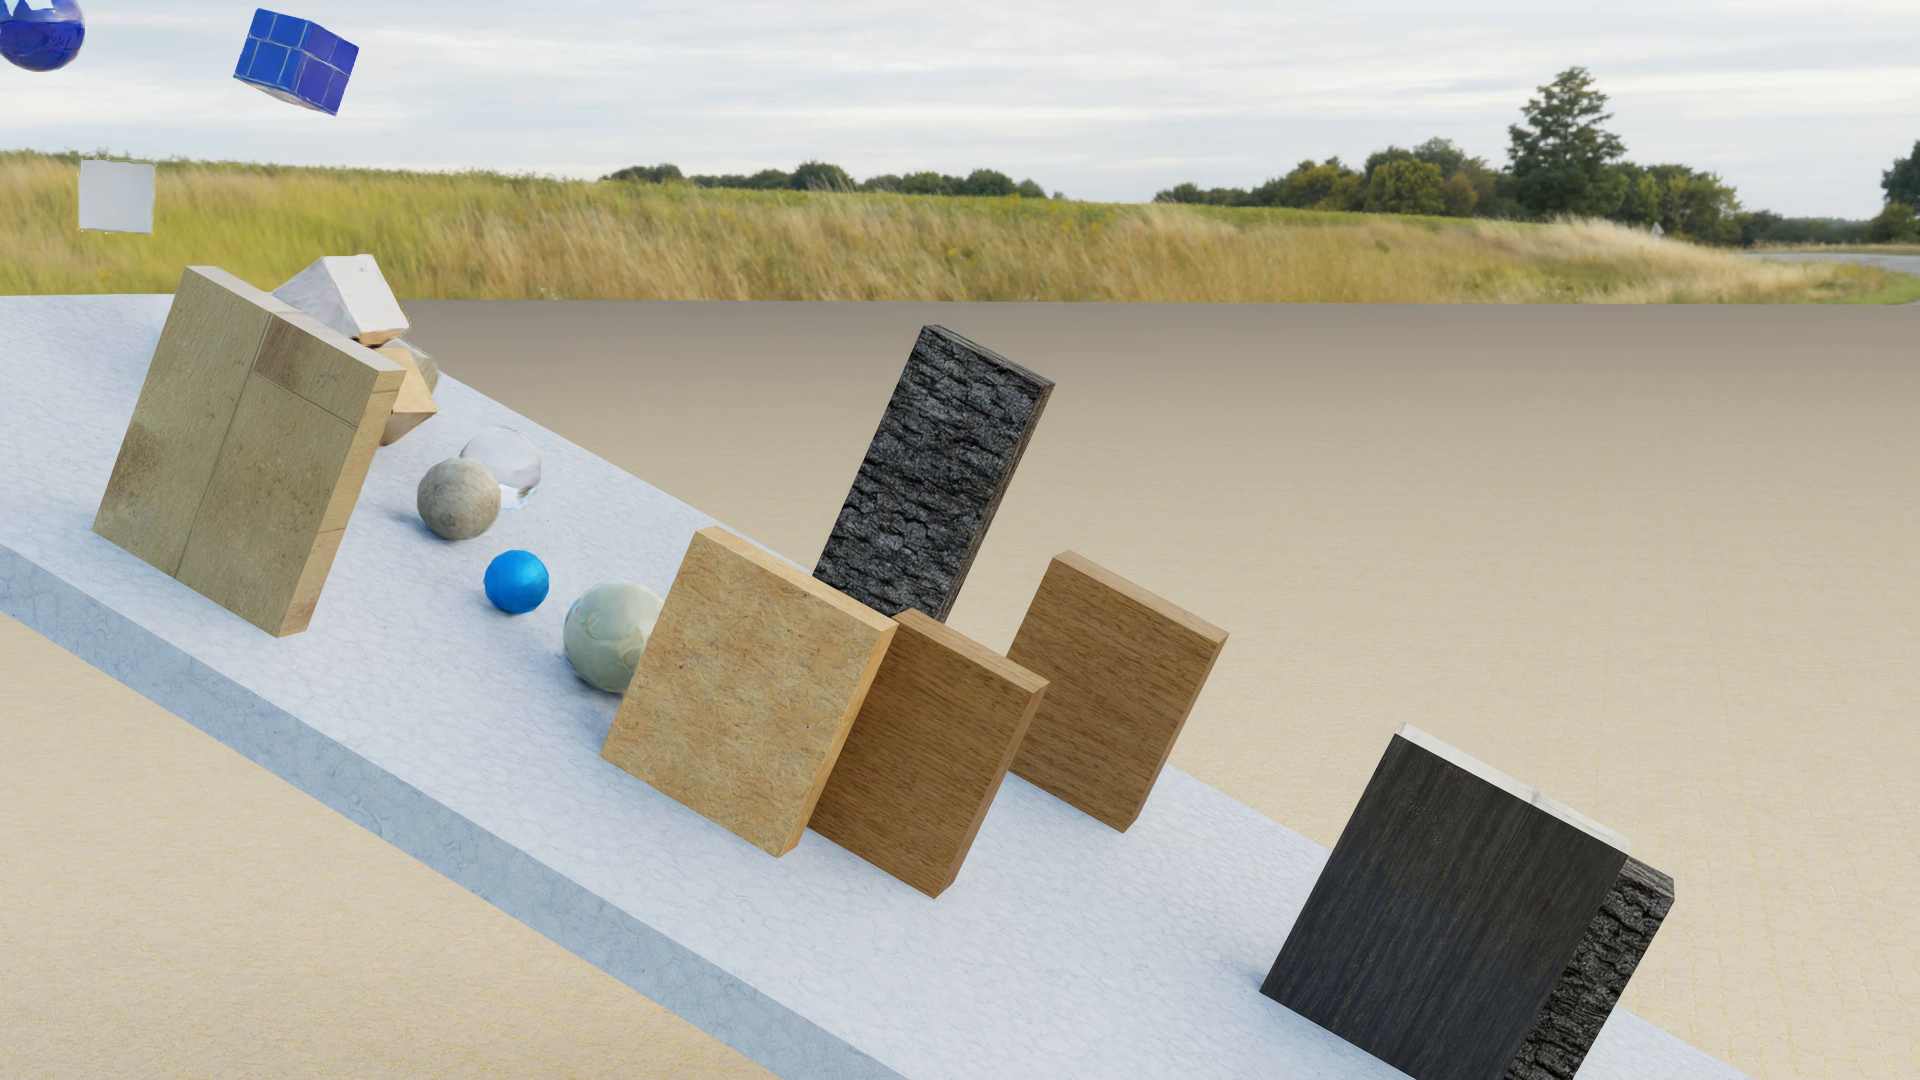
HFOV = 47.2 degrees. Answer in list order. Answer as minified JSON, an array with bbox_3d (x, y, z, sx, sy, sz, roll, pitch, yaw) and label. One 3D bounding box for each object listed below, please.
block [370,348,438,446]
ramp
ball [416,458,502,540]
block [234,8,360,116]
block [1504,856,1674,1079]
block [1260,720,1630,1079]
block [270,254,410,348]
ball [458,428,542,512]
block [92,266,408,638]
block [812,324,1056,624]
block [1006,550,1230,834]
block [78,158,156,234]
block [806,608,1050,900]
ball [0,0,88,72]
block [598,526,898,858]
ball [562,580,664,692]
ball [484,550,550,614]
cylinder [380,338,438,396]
[{"bbox_3d":[-1.229,-0.299,4.629,0.152,0.152,0.152,-30,-8,22],"label":"block"},{"bbox_3d":[-0.261,0.445,4.169,4.000,0.100,2.000,28,14,12],"label":"ramp"},{"bbox_3d":[-0.986,-0.080,4.328,0.164,0.164,0.164,0,7,0],"label":"ball"},{"bbox_3d":[-1.369,-0.986,4.540,0.151,0.151,0.151,18,-1,24],"label":"block"},{"bbox_3d":[1.064,0.777,3.983,0.243,0.481,0.148,28,14,12],"label":"block"},{"bbox_3d":[0.854,0.668,3.901,0.439,0.540,0.115,28,14,12],"label":"block"},{"bbox_3d":[-1.284,-0.467,4.532,0.172,0.172,0.172,-29,-2,22],"label":"block"},{"bbox_3d":[-0.961,-0.145,4.591,0.176,0.176,0.176,0,7,0],"label":"ball"},{"bbox_3d":[-1.162,-0.145,3.582,0.385,0.480,0.082,28,14,12],"label":"block"},{"bbox_3d":[-0.074,-0.102,4.886,0.298,0.686,0.115,28,14,12],"label":"block"},{"bbox_3d":[0.277,0.306,4.481,0.372,0.440,0.131,28,14,12],"label":"block"},{"bbox_3d":[-1.786,-0.726,4.662,0.142,0.142,0.142,2,6,-19],"label":"block"},{"bbox_3d":[-0.063,0.362,3.752,0.272,0.402,0.111,28,14,12],"label":"block"},{"bbox_3d":[-1.757,-0.981,4.187,0.177,0.177,0.177,0,7,0],"label":"ball"},{"bbox_3d":[-0.351,0.248,3.627,0.353,0.426,0.088,28,14,12],"label":"block"},{"bbox_3d":[-0.610,0.172,3.941,0.203,0.203,0.203,0,7,0],"label":"ball"},{"bbox_3d":[-0.826,0.078,4.098,0.120,0.120,0.120,0,7,0],"label":"ball"},{"bbox_3d":[-1.286,-0.377,4.958,0.151,0.151,0.151,30,19,22],"label":"cylinder"}]
